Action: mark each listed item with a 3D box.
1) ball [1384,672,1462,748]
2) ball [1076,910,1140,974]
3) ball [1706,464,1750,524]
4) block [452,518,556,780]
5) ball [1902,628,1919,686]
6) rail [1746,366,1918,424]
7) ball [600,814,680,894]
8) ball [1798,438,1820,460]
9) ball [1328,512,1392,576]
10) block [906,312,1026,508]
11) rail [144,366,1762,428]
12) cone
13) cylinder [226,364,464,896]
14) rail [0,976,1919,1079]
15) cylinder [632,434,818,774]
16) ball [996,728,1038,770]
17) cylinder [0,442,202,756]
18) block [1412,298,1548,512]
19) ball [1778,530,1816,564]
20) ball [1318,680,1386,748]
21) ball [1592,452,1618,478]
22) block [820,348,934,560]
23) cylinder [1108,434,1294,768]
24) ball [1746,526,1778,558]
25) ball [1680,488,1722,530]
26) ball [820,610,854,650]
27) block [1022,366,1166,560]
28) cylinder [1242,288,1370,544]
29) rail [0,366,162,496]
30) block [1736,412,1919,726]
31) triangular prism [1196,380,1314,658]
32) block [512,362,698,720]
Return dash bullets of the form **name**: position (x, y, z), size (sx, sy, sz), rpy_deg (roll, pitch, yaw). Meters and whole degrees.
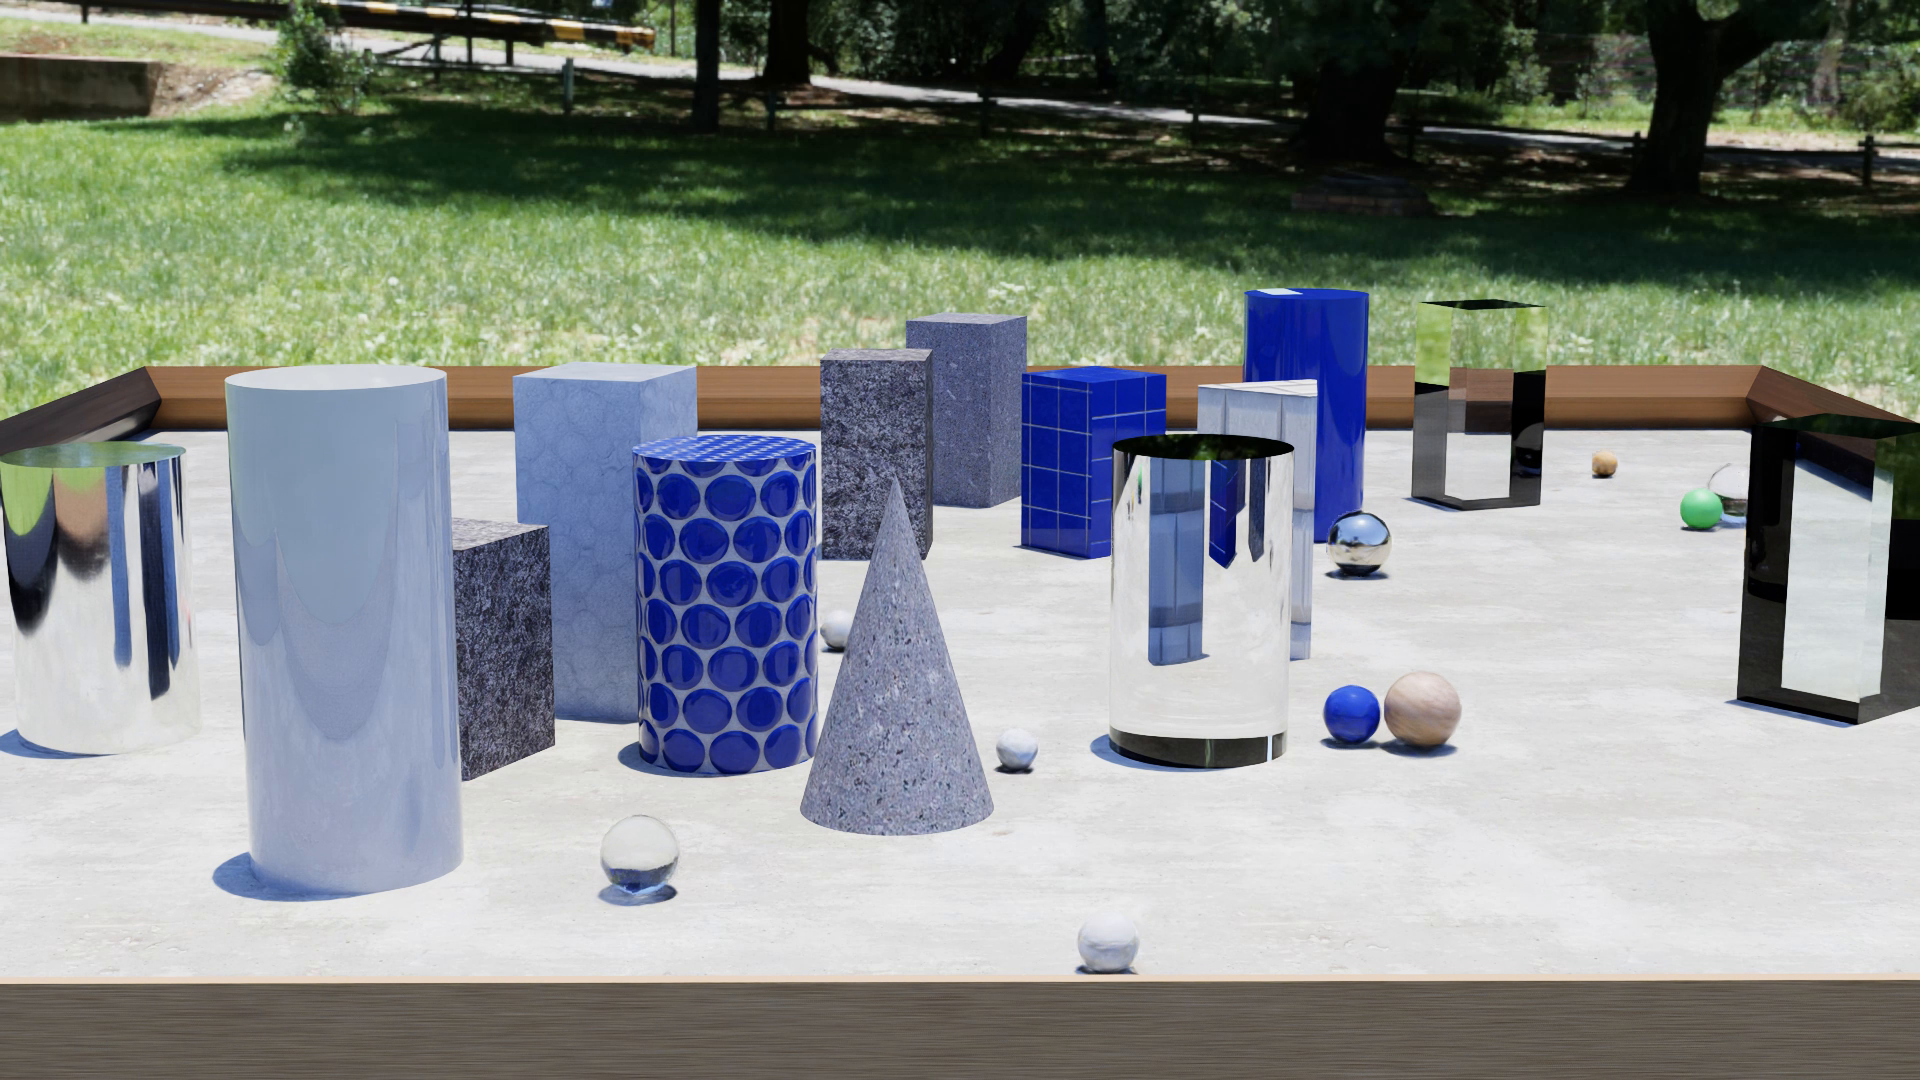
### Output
- **ball**: position (0.497, 0.183, 2.759), size (0.083, 0.083, 0.083), rpy_deg (0, 11, 0)
- **ball**: position (0.120, 0.326, 2.079), size (0.051, 0.051, 0.051), rpy_deg (0, 11, 0)
- **ball**: position (1.244, -0.074, 4.105), size (0.096, 0.096, 0.096), rpy_deg (0, 11, 0)
- **block**: position (-0.540, 0.110, 2.718), size (0.154, 0.241, 0.154), rpy_deg (5, 12, 25)
- **ball**: position (1.149, 0.138, 3.011), size (0.080, 0.080, 0.080), rpy_deg (0, 11, 0)
- **rail**: position (1.607, 0.031, 3.458), size (0.045, 0.125, 3.515), rpy_deg (0, 11, 0)
- **ball**: position (-0.284, 0.279, 2.276), size (0.070, 0.070, 0.070), rpy_deg (0, 11, 0)
- **ball**: position (1.580, -0.170, 4.775), size (0.041, 0.041, 0.041), rpy_deg (0, 11, 0)
- **ball**: position (0.575, 0.005, 3.694), size (0.092, 0.092, 0.092), rpy_deg (0, 11, 0)
- **block**: position (0.011, -0.222, 4.328), size (0.154, 0.306, 0.154), rpy_deg (5, 11, 24)
- **rail**: position (-0.010, -0.285, 5.154), size (3.261, 0.125, 0.045), rpy_deg (0, 11, 0)
- **cone**: position (-0.062, 0.100, 2.514), size (0.193, 0.336, 0.193), rpy_deg (0, 11, 0)
- **cylinder**: position (-0.556, 0.076, 2.329), size (0.193, 0.451, 0.193), rpy_deg (0, 11, 0)
- **rail**: position (0.010, 0.349, 1.745), size (3.261, 0.125, 0.045), rpy_deg (0, 11, 0)
- **cylinder**: position (-0.248, 0.064, 2.726), size (0.193, 0.328, 0.193), rpy_deg (0, 11, 0)
- **ball**: position (0.059, 0.218, 2.678), size (0.043, 0.043, 0.043), rpy_deg (0, 11, 0)
- **cylinder**: position (-0.935, 0.060, 2.799), size (0.193, 0.310, 0.193), rpy_deg (0, 11, 0)
- **block**: position (0.868, -0.229, 4.293), size (0.154, 0.331, 0.154), rpy_deg (-4, 11, -22)
- **ball**: position (1.230, 0.010, 3.771), size (0.053, 0.053, 0.053), rpy_deg (0, 11, 0)
- **ball**: position (0.425, 0.189, 2.780), size (0.073, 0.073, 0.073), rpy_deg (0, 11, 0)
- **ball**: position (1.149, -0.135, 4.572), size (0.046, 0.046, 0.046), rpy_deg (0, 11, 0)
- **block**: position (-0.123, -0.131, 3.862), size (0.154, 0.298, 0.154), rpy_deg (1, 11, 4)
- **cylinder**: position (0.257, 0.061, 2.747), size (0.193, 0.326, 0.193), rpy_deg (0, 11, 0)
- **ball**: position (1.197, 0.002, 3.829), size (0.047, 0.047, 0.047), rpy_deg (0, 11, 0)
- **ball**: position (1.172, -0.049, 4.058), size (0.065, 0.065, 0.065), rpy_deg (0, 11, 0)
- **ball**: position (-0.151, 0.114, 3.226), size (0.049, 0.049, 0.049), rpy_deg (0, 11, 0)
- **block**: position (0.202, -0.121, 3.897), size (0.154, 0.264, 0.154), rpy_deg (-9, 14, -40)
- **cylinder**: position (0.536, -0.197, 4.001), size (0.193, 0.375, 0.193), rpy_deg (0, 11, 0)
- **rail**: position (-1.607, 0.034, 3.440), size (0.045, 0.125, 3.515), rpy_deg (0, 11, 0)
- **block**: position (1.009, 0.029, 2.937), size (0.154, 0.322, 0.154), rpy_deg (-9, 14, -40)
- **triangular prism**: position (0.408, -0.033, 3.253), size (0.167, 0.328, 0.145), rpy_deg (8, 13, 37)
- **block**: position (-0.400, -0.003, 2.937), size (0.154, 0.383, 0.154), rpy_deg (3, 11, 18)
